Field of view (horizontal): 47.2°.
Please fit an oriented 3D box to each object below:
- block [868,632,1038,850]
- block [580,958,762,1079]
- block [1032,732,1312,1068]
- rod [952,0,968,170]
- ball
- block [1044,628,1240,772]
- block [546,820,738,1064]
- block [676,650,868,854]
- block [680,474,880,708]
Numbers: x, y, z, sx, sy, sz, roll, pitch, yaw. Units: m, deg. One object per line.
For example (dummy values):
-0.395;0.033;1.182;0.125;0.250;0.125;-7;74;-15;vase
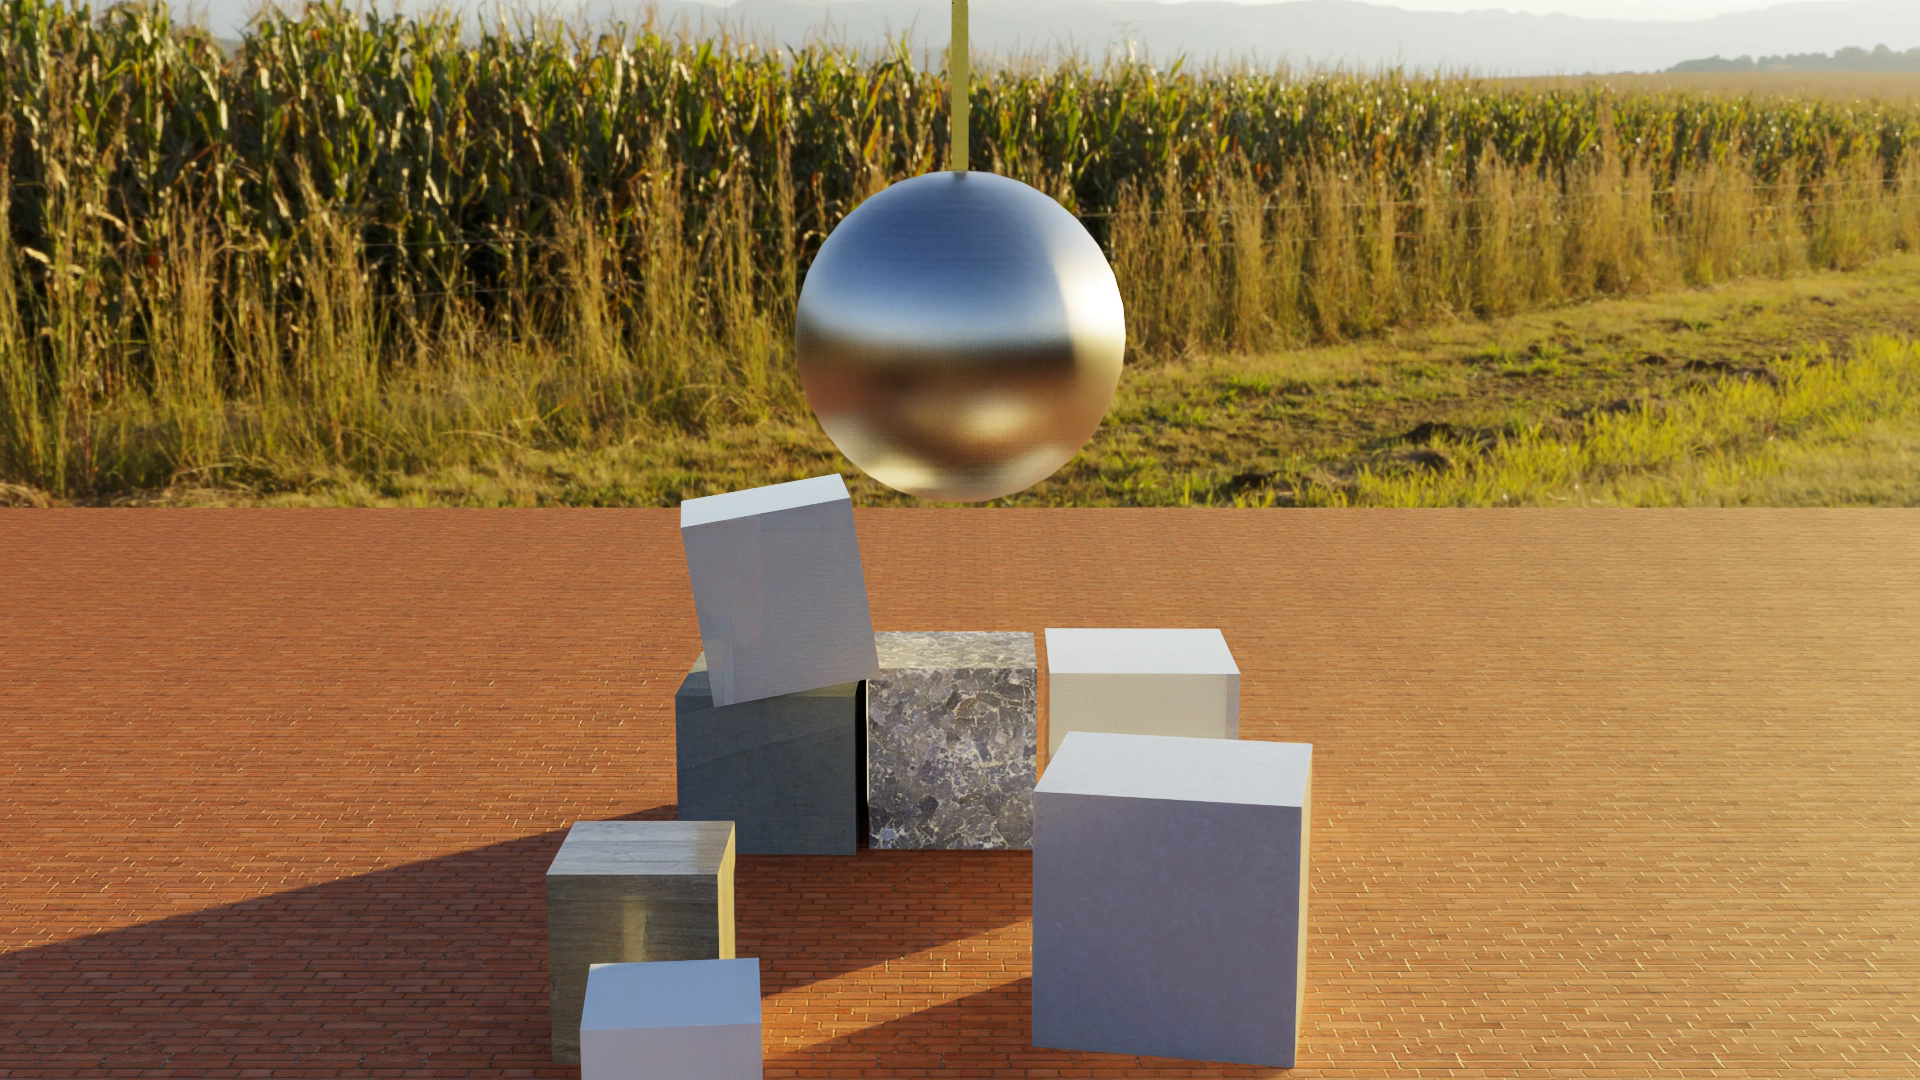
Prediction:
-0.035;1.019;11.356;0.838;0.932;0.830;0;10;0;block
-1.007;1.862;7.768;0.610;0.556;0.609;-1;10;-6;block
0.870;1.416;8.867;1.022;1.040;0.893;2;11;11;block
0.000;-4.356;10.232;0.080;5.200;0.080;0;7;0;rod
0.000;-0.980;10.641;1.600;1.600;1.600;0;10;0;ball
0.910;1.024;11.311;0.929;0.938;0.998;0;10;1;block
-1.245;1.583;8.722;0.650;0.765;0.664;0;10;0;block
-0.948;1.080;11.359;0.884;0.811;0.967;0;10;1;block
-0.900;0.232;10.927;0.816;0.893;0.782;-10;11;-5;block
